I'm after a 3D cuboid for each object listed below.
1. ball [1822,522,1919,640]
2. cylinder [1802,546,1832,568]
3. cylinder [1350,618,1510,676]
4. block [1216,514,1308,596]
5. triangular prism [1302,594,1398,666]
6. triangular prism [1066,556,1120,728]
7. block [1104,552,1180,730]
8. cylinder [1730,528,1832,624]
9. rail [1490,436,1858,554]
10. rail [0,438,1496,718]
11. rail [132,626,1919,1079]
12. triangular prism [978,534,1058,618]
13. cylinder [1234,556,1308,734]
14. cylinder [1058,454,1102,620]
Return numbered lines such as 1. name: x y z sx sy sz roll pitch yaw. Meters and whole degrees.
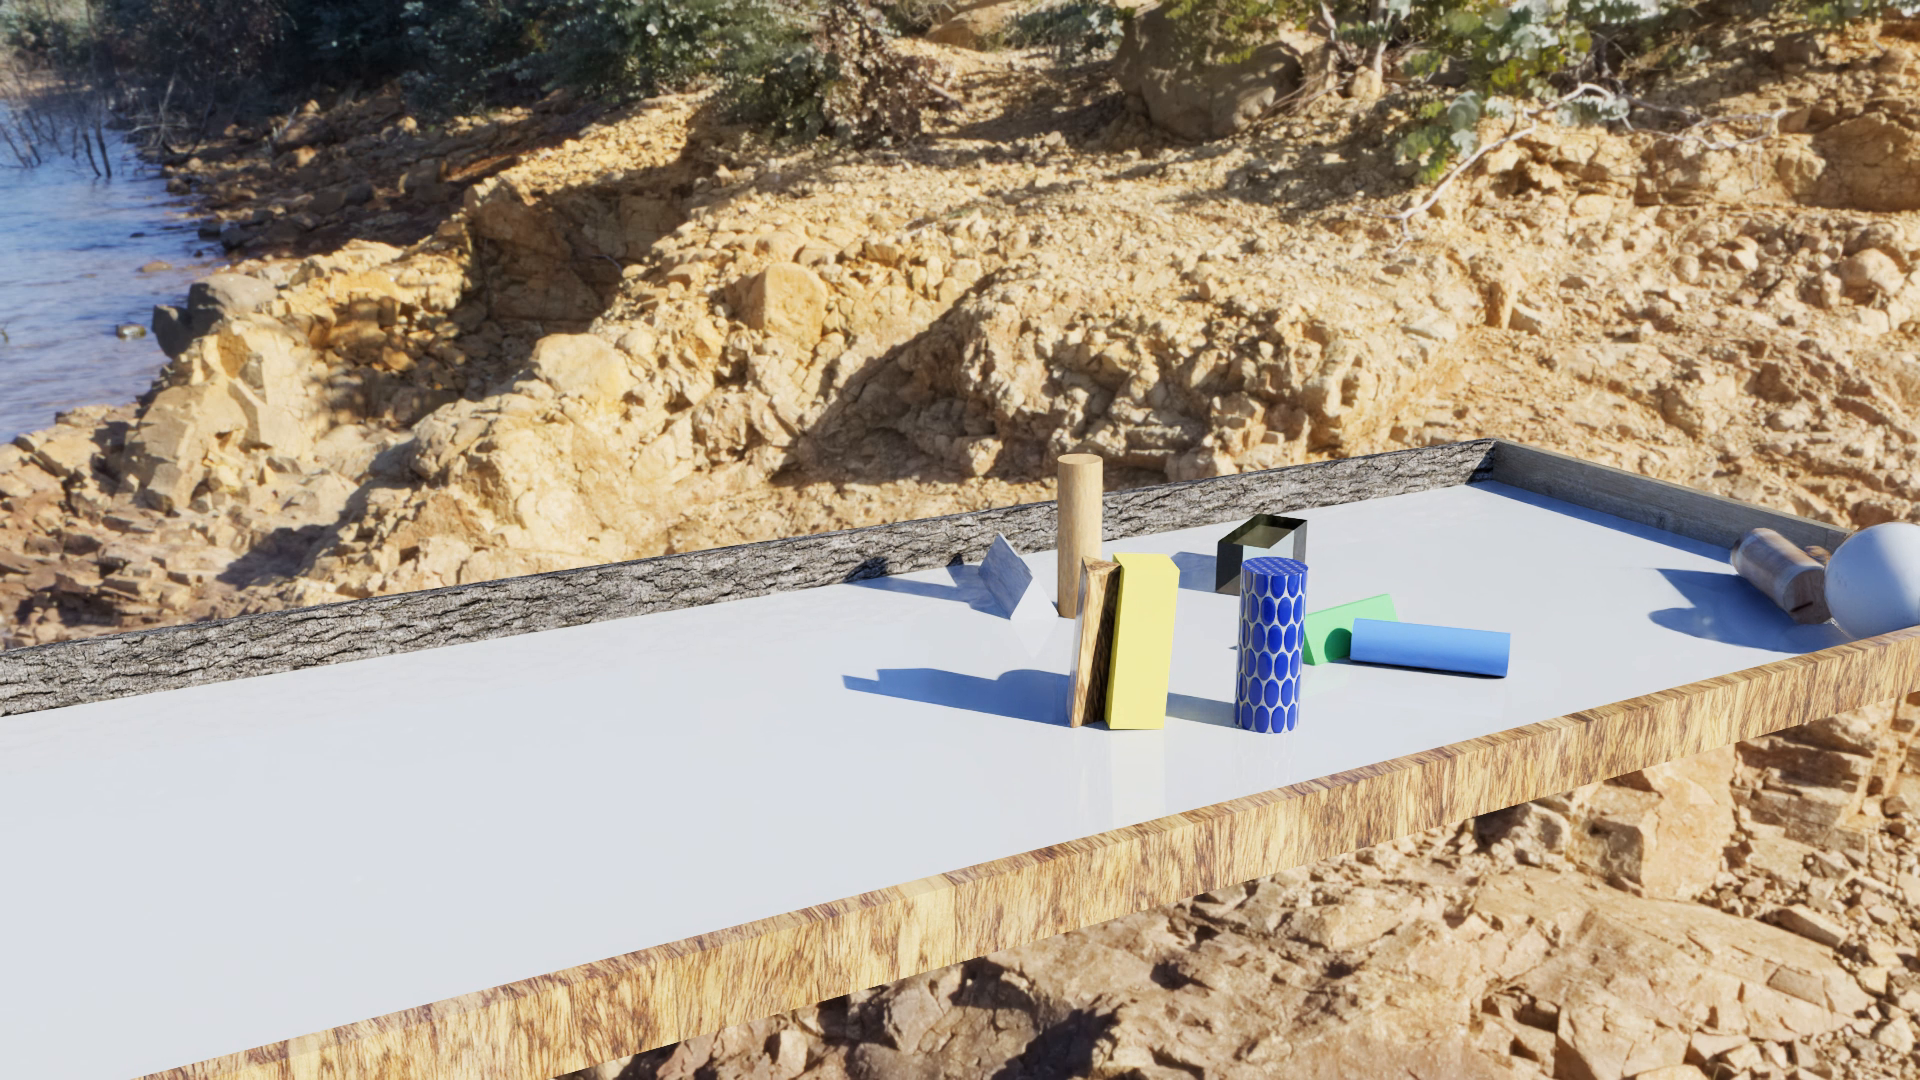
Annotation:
1. ball: 2.461 0.122 4.339 0.338 0.338 0.338 0 16 0
2. cylinder: 2.511 0.119 4.741 0.118 0.118 0.320 1 16 5
3. cylinder: 1.203 0.274 4.224 0.385 0.111 0.111 5 17 17
4. block: 0.902 0.046 4.924 0.155 0.155 0.355 9 19 28
5. triangular prism: 1.017 0.226 4.376 0.341 0.113 0.130 -11 20 -33
6. triangular prism: 0.292 0.234 3.843 0.094 0.395 0.082 -10 25 -33
7. block: 0.416 0.236 3.850 0.127 0.389 0.127 1 16 -8
8. cylinder: 2.368 0.099 4.731 0.161 0.161 0.412 1 16 5
9. rail: 2.466 -0.048 5.253 0.050 0.150 2.100 -9 18 -27
10. rail: -3.305 0.497 3.399 12.000 0.150 0.050 -9 18 -27
11. rail: -2.336 1.006 1.665 12.000 0.150 0.050 -9 18 -27
12. triangular prism: 0.165 0.097 4.805 0.136 0.117 0.454 -3 17 -10
13. cylinder: 0.723 0.244 3.844 0.152 0.384 0.152 0 16 0
14. cylinder: 0.333 -0.009 4.594 0.123 0.445 0.123 -1 17 0
